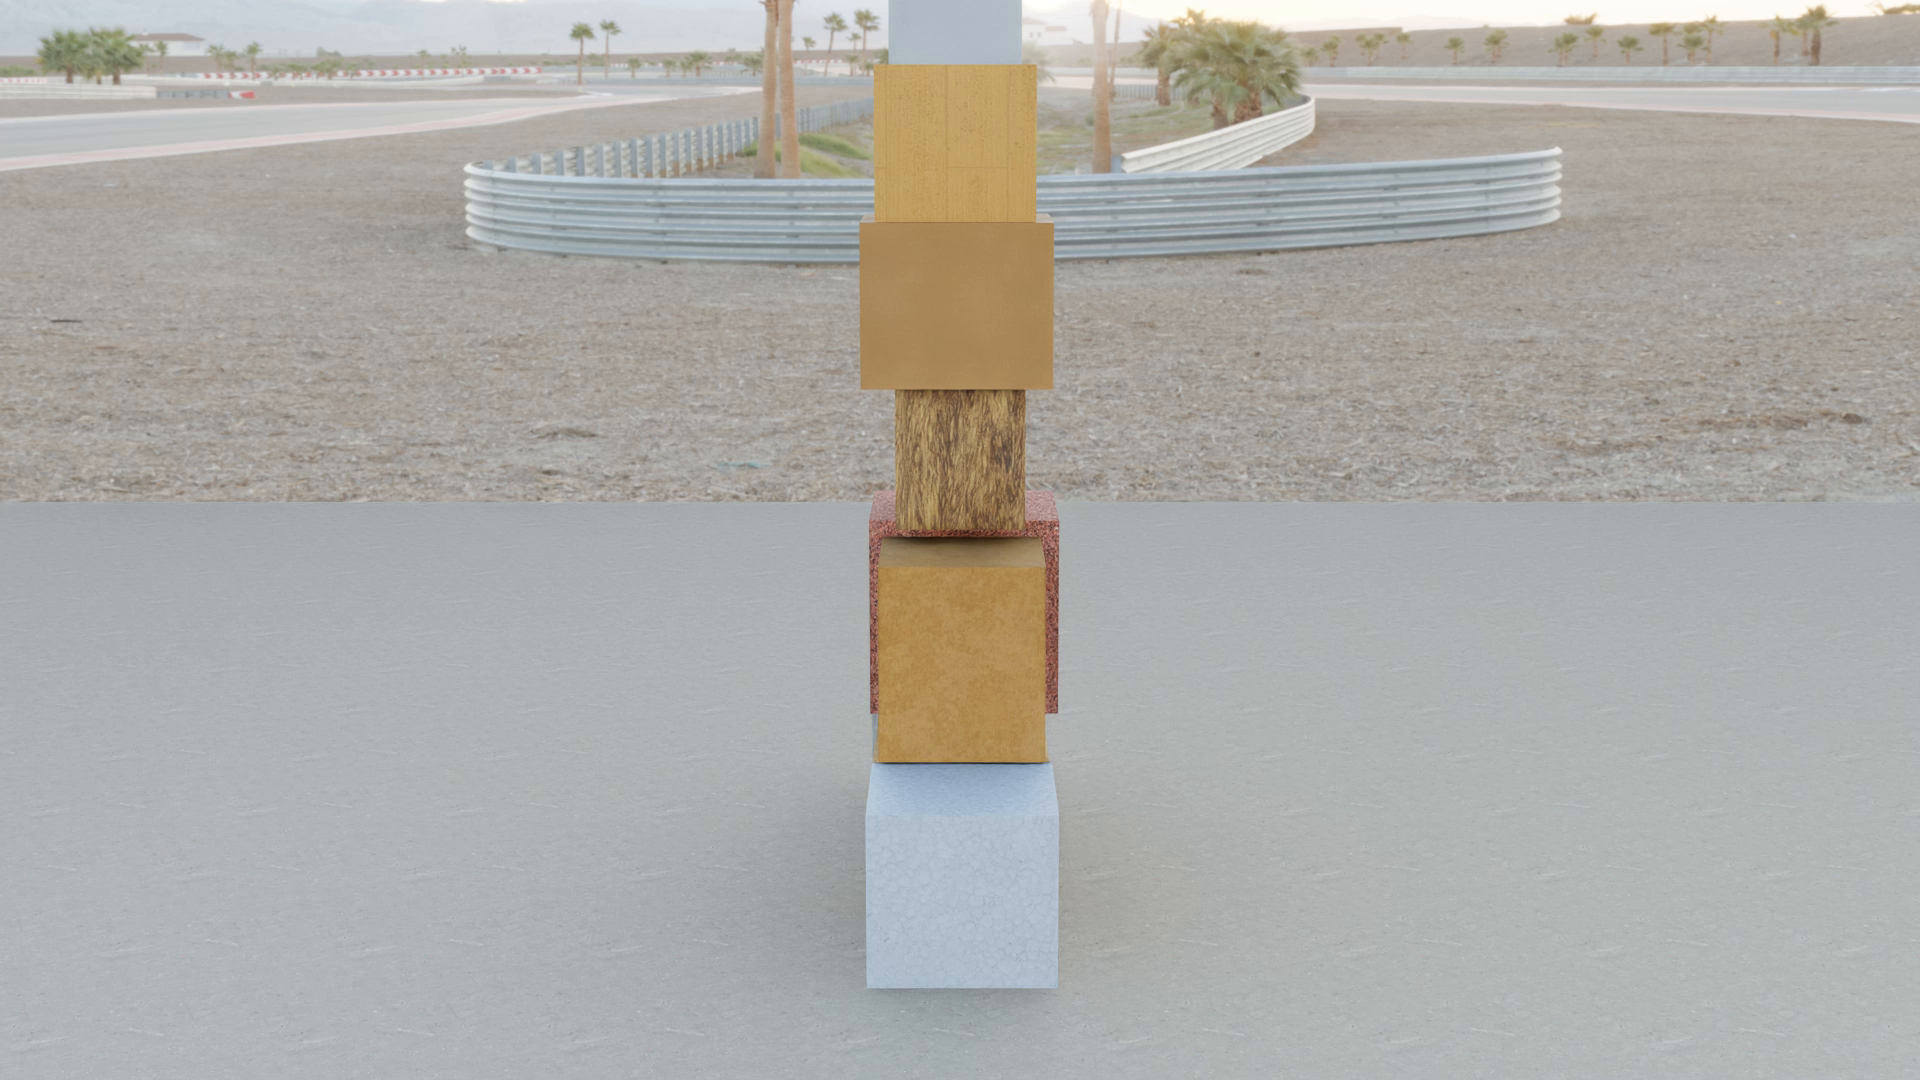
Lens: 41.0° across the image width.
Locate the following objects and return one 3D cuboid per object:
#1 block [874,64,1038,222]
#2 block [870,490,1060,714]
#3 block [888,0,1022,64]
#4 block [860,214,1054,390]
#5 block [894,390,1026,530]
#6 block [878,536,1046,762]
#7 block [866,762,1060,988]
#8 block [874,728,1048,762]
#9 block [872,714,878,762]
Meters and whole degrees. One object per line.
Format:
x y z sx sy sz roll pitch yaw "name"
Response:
-0.019 -1.688 10.873 0.668 0.642 0.656 0 10 0 "block"
0.018 0.266 11.593 0.825 0.861 0.811 0 10 0 "block"
-0.019 -2.315 10.759 0.545 0.632 0.632 0 10 0 "block"
-0.014 -1.032 10.993 0.804 0.693 0.704 0 10 0 "block"
0.002 -0.392 11.109 0.550 0.608 0.546 0 10 0 "block"
0.008 0.450 10.845 0.685 0.818 0.706 0 10 0 "block"
0.009 1.332 10.293 0.744 0.697 0.765 0 10 0 "block"
0.004 1.193 11.028 0.728 0.708 0.711 0 10 0 "block"
-0.008 1.044 11.775 0.759 0.734 0.792 0 10 0 "block"
